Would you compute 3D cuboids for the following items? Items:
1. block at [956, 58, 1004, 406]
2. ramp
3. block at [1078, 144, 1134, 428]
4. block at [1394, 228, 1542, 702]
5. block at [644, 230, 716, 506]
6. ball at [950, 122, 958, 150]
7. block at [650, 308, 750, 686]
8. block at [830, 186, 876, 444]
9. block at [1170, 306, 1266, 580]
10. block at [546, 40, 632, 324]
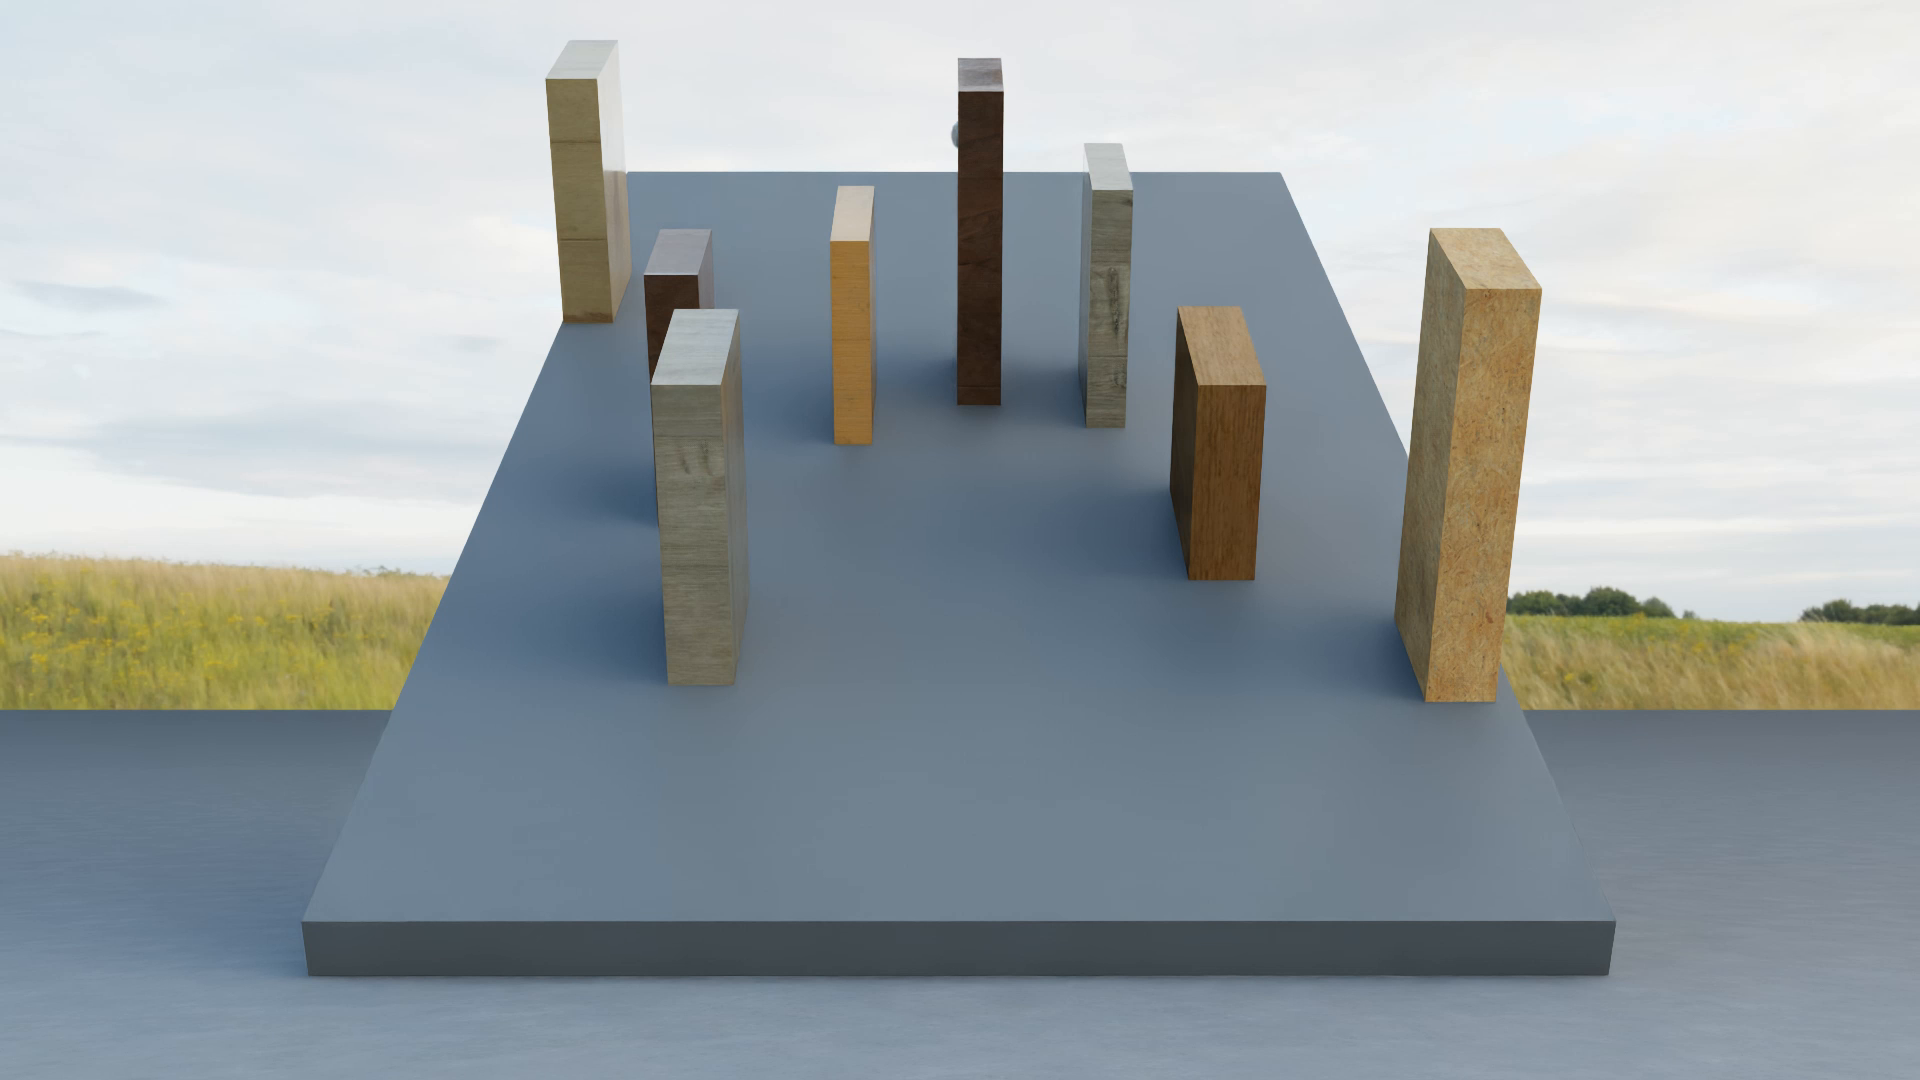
[{"bbox_3d":[0.045,-0.714,5.437,0.101,0.741,0.305,0,25,0],"label":"block"},{"bbox_3d":[-0.009,-0.229,5.395,2.000,0.100,4.000,0,25,0],"label":"ramp"},{"bbox_3d":[0.331,-0.588,5.384,0.089,0.559,0.371,0,25,0],"label":"block"},{"bbox_3d":[0.894,-0.132,4.169,0.125,0.776,0.327,0,25,0],"label":"block"},{"bbox_3d":[-0.570,-0.337,4.864,0.107,0.547,0.294,0,25,0],"label":"block"},{"bbox_3d":[0.027,-1.234,7.149,0.111,0.111,0.111,0,-4,0],"label":"ball"},{"bbox_3d":[-0.468,-0.082,4.283,0.119,0.582,0.380,0,25,0],"label":"block"},{"bbox_3d":[-0.239,-0.515,5.326,0.083,0.475,0.407,0,25,0],"label":"block"},{"bbox_3d":[0.516,-0.202,4.740,0.130,0.413,0.444,0,25,0],"label":"block"},{"bbox_3d":[-0.944,-0.920,6.000,0.126,0.628,0.400,0,25,0],"label":"block"}]
